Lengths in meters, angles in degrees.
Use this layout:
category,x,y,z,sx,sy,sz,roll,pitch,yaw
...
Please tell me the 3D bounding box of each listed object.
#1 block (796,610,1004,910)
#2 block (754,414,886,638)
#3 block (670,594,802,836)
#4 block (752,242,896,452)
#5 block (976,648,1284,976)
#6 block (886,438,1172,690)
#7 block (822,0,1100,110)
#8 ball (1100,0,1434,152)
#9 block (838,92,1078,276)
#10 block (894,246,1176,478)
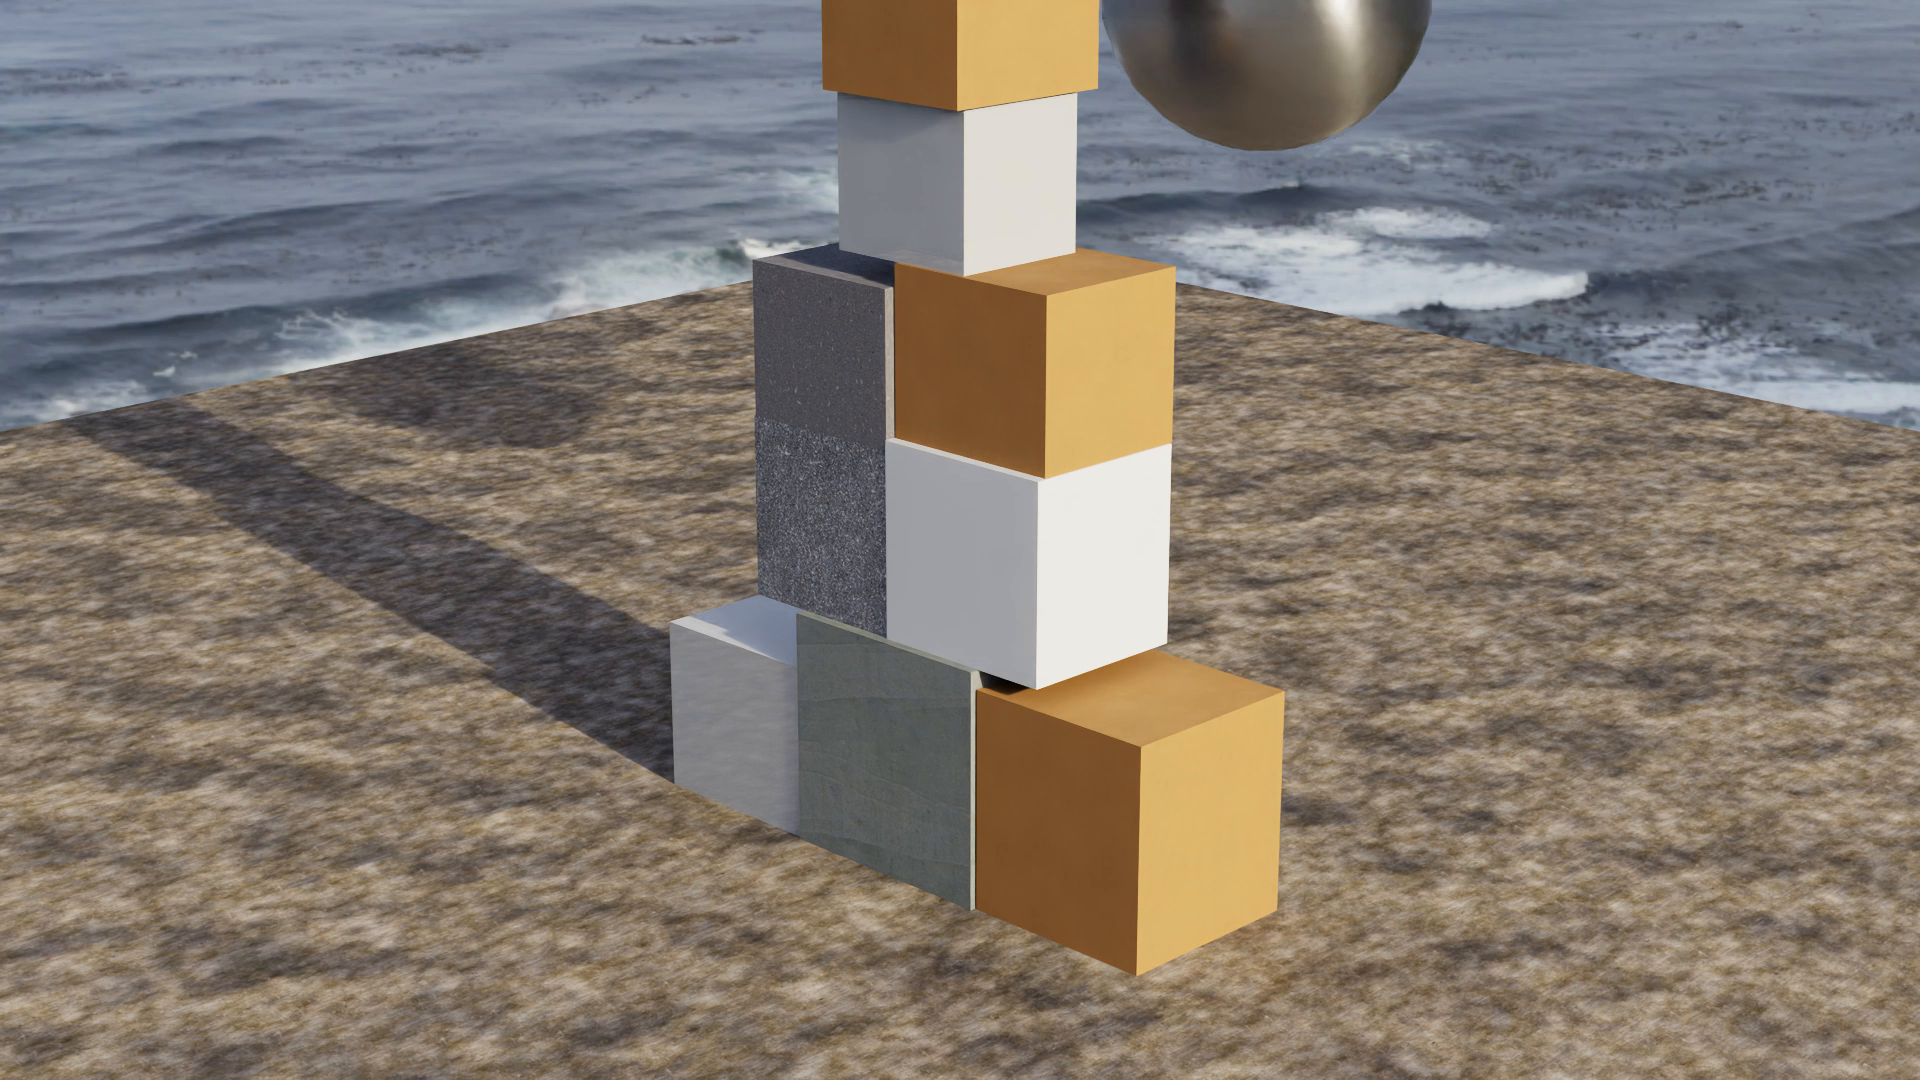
category,x,y,z,sx,sy,sz,roll,pitch,yaw
block,-0.010,0.891,13.627,0.972,1.128,1.135,-17,24,-42
block,-0.343,-0.157,13.628,0.837,0.872,0.874,-17,24,-42
block,-0.750,0.802,14.373,0.936,0.851,0.936,-17,24,-42
block,-0.312,-0.926,13.403,0.908,0.731,0.871,-17,24,-42
block,0.744,1.154,12.934,0.940,1.043,0.957,-17,24,-42
block,0.299,0.011,13.003,0.846,0.926,0.928,-17,24,-42
block,0.002,-2.385,12.594,0.863,0.896,0.827,-17,24,-42
ball,1.467,-2.667,14.041,1.600,1.600,1.600,0,17,0
block,-0.014,-1.613,12.820,0.692,0.713,0.779,-17,24,-42
block,0.323,-0.813,12.772,0.809,0.786,0.906,-17,24,-42
